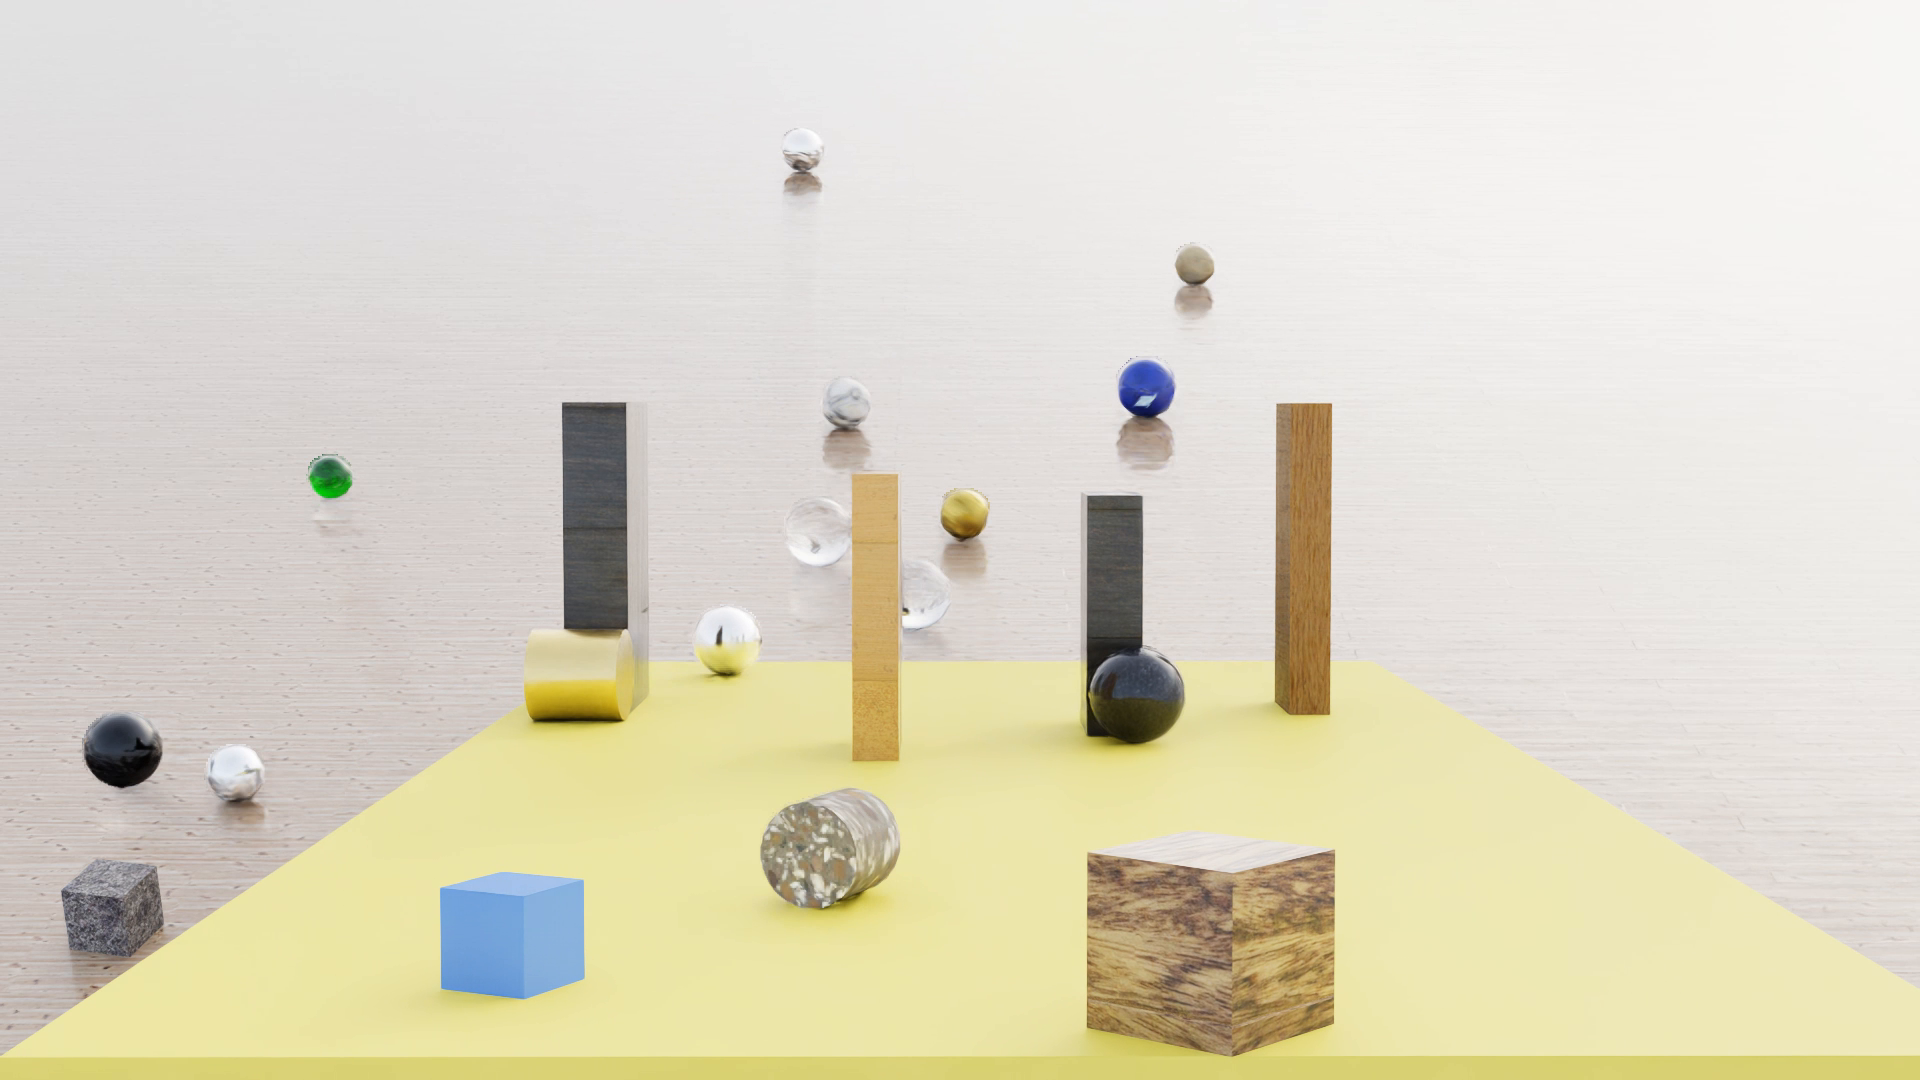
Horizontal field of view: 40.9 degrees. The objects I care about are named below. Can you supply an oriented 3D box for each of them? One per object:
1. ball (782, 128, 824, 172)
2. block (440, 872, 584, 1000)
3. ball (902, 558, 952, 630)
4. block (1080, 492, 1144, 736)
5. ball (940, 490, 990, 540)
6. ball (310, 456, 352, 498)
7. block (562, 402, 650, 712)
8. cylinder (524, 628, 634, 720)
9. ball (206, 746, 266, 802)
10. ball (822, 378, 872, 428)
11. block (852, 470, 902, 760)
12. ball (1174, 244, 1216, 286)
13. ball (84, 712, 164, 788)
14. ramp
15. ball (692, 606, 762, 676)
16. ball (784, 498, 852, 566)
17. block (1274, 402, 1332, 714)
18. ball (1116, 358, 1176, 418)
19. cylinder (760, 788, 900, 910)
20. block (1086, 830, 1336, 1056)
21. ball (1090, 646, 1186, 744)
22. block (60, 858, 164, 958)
[{"bbox_3d":[-0.718,-1.778,11.725,0.195,0.195,0.195,0,22,0],"label":"ball"},{"bbox_3d":[-0.496,0.437,2.852,0.112,0.112,0.112,1,3,27],"label":"block"},{"bbox_3d":[-0.118,0.146,6.931,0.190,0.190,0.190,0,22,0],"label":"ball"},{"bbox_3d":[0.301,0.142,5.134,0.109,0.471,0.255,0,3,0],"label":"block"},{"bbox_3d":[0.013,-0.075,7.542,0.146,0.146,0.146,0,22,0],"label":"ball"},{"bbox_3d":[-1.921,-0.191,7.854,0.130,0.130,0.130,0,22,0],"label":"ball"},{"bbox_3d":[-0.763,0.030,5.556,0.135,0.654,0.364,0,3,0],"label":"block"},{"bbox_3d":[-0.782,0.277,5.288,0.189,0.189,0.189,0,22,4],"label":"cylinder"},{"bbox_3d":[-1.692,0.546,6.012,0.131,0.131,0.131,0,22,0],"label":"ball"},{"bbox_3d":[-0.374,-0.449,8.451,0.164,0.164,0.164,0,22,0],"label":"ball"},{"bbox_3d":[-0.154,0.134,4.807,0.084,0.522,0.295,0,3,0],"label":"block"},{"bbox_3d":[0.916,-1.072,10.013,0.157,0.157,0.157,0,22,0],"label":"ball"},{"bbox_3d":[-1.977,0.495,6.077,0.178,0.178,0.178,0,22,0],"label":"ball"},{"bbox_3d":[0.051,0.458,4.533,2.000,0.100,4.000,0,3,0],"label":"ramp"},{"bbox_3d":[-0.561,0.243,6.193,0.165,0.165,0.165,0,22,0],"label":"ball"},{"bbox_3d":[-0.403,-0.023,7.343,0.198,0.198,0.198,0,22,0],"label":"ball"},{"bbox_3d":[0.731,0.034,5.485,0.086,0.651,0.248,0,3,0],"label":"block"},{"bbox_3d":[0.621,-0.507,8.547,0.199,0.199,0.199,0,22,0],"label":"ball"},{"bbox_3d":[-0.167,0.400,3.344,0.137,0.137,0.137,9,6,22],"label":"cylinder"},{"bbox_3d":[0.259,0.411,2.653,0.182,0.182,0.182,2,4,41],"label":"block"},{"bbox_3d":[0.339,0.297,4.923,0.184,0.184,0.184,0,22,0],"label":"ball"},{"bbox_3d":[-1.787,0.775,5.428,0.141,0.141,0.141,5,22,12],"label":"block"}]
